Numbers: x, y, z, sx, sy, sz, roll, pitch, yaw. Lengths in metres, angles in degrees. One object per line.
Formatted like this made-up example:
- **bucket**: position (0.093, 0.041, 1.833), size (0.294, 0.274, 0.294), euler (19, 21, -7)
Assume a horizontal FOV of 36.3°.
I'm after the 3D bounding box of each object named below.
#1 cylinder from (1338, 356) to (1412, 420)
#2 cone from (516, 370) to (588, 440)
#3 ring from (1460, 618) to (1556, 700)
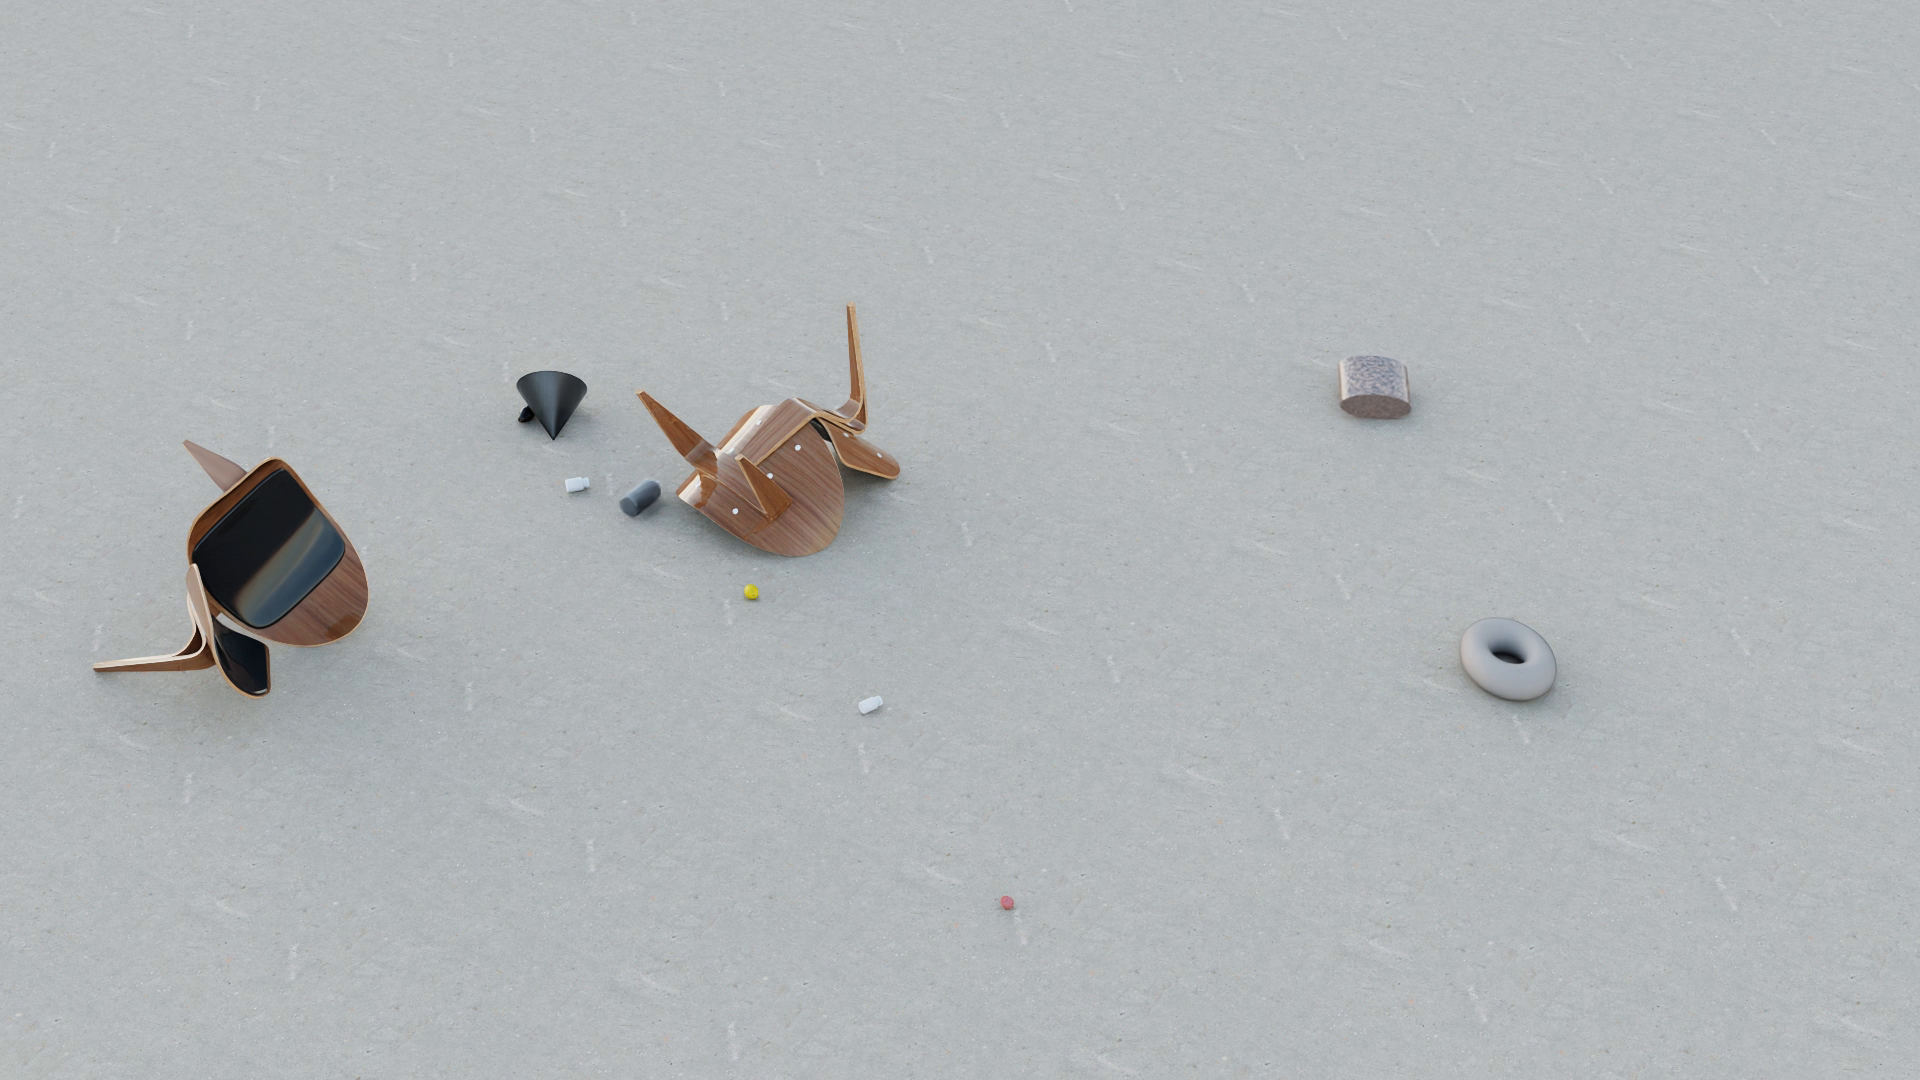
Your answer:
- **cylinder**: position (1.663, -0.614, 11.773), size (0.284, 0.113, 0.310), euler (4, 34, 2)
- **cone**: position (-1.609, -0.496, 11.581), size (0.267, 0.312, 0.234), euler (-14, 65, 20)
- **ring**: position (1.908, 0.413, 10.210), size (0.314, 0.122, 0.419), euler (-10, 35, -13)
